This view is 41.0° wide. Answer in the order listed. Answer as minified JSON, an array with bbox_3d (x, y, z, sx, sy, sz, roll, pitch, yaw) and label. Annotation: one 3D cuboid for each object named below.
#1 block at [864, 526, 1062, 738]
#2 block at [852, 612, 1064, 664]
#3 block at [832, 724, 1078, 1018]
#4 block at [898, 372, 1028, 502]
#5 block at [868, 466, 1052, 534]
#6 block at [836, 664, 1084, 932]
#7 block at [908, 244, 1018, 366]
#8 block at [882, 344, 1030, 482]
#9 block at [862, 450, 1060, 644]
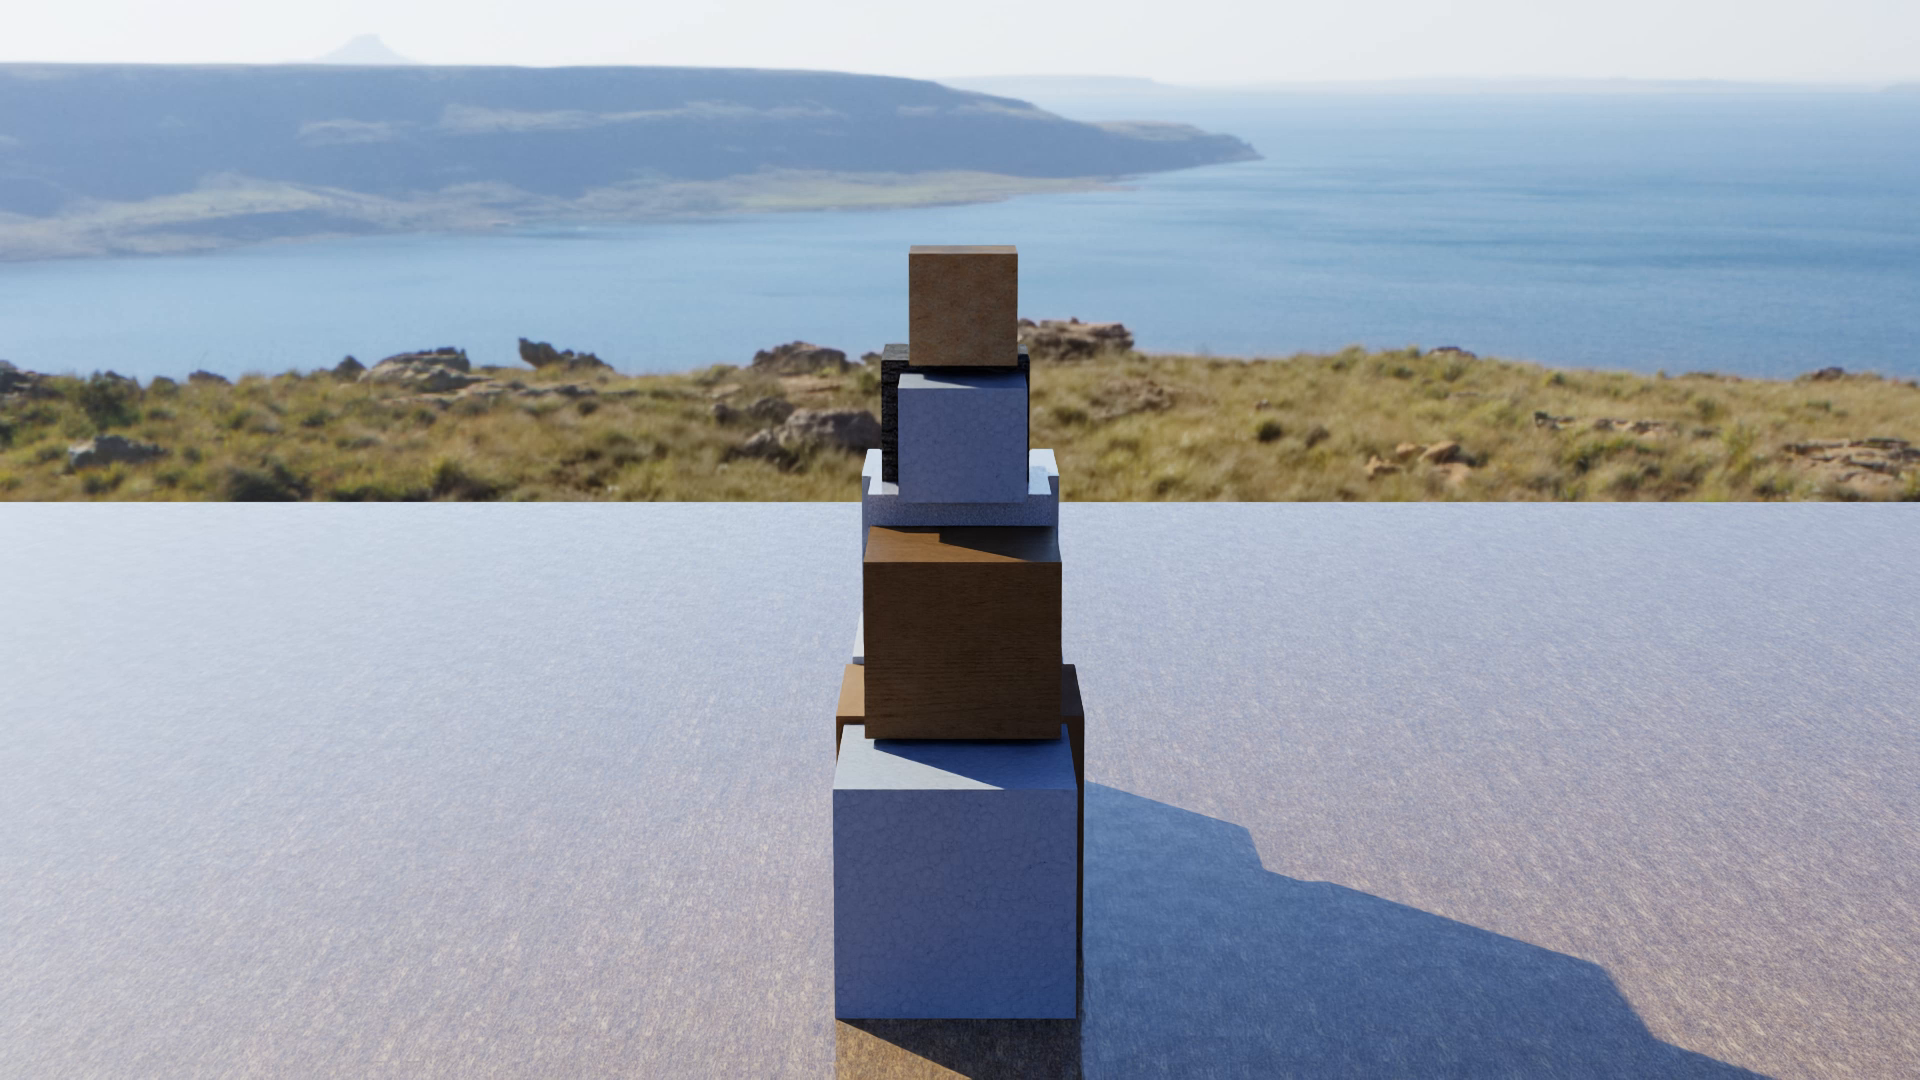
[{"bbox_3d":[0.011,0.361,10.443,0.773,0.709,0.820,0,10,0],"label":"block"},{"bbox_3d":[-0.009,0.901,11.940,0.936,0.954,0.947,0,10,0],"label":"block"},{"bbox_3d":[-0.018,1.275,10.058,0.907,0.893,0.974,0,10,0],"label":"block"},{"bbox_3d":[0.011,-0.435,10.764,0.528,0.476,0.516,0,11,0],"label":"block"},{"bbox_3d":[-0.002,0.139,11.197,0.769,0.815,0.732,0,11,0],"label":"block"},{"bbox_3d":[0.002,1.088,11.006,1.014,0.922,0.938,0,10,0],"label":"block"},{"bbox_3d":[0.014,-1.009,10.980,0.455,0.470,0.464,0,11,0],"label":"block"},{"bbox_3d":[-0.019,-0.570,11.333,0.636,0.526,0.631,0,11,0],"label":"block"},{"bbox_3d":[0.002,0.017,11.982,0.885,0.771,0.829,0,10,0],"label":"block"}]
